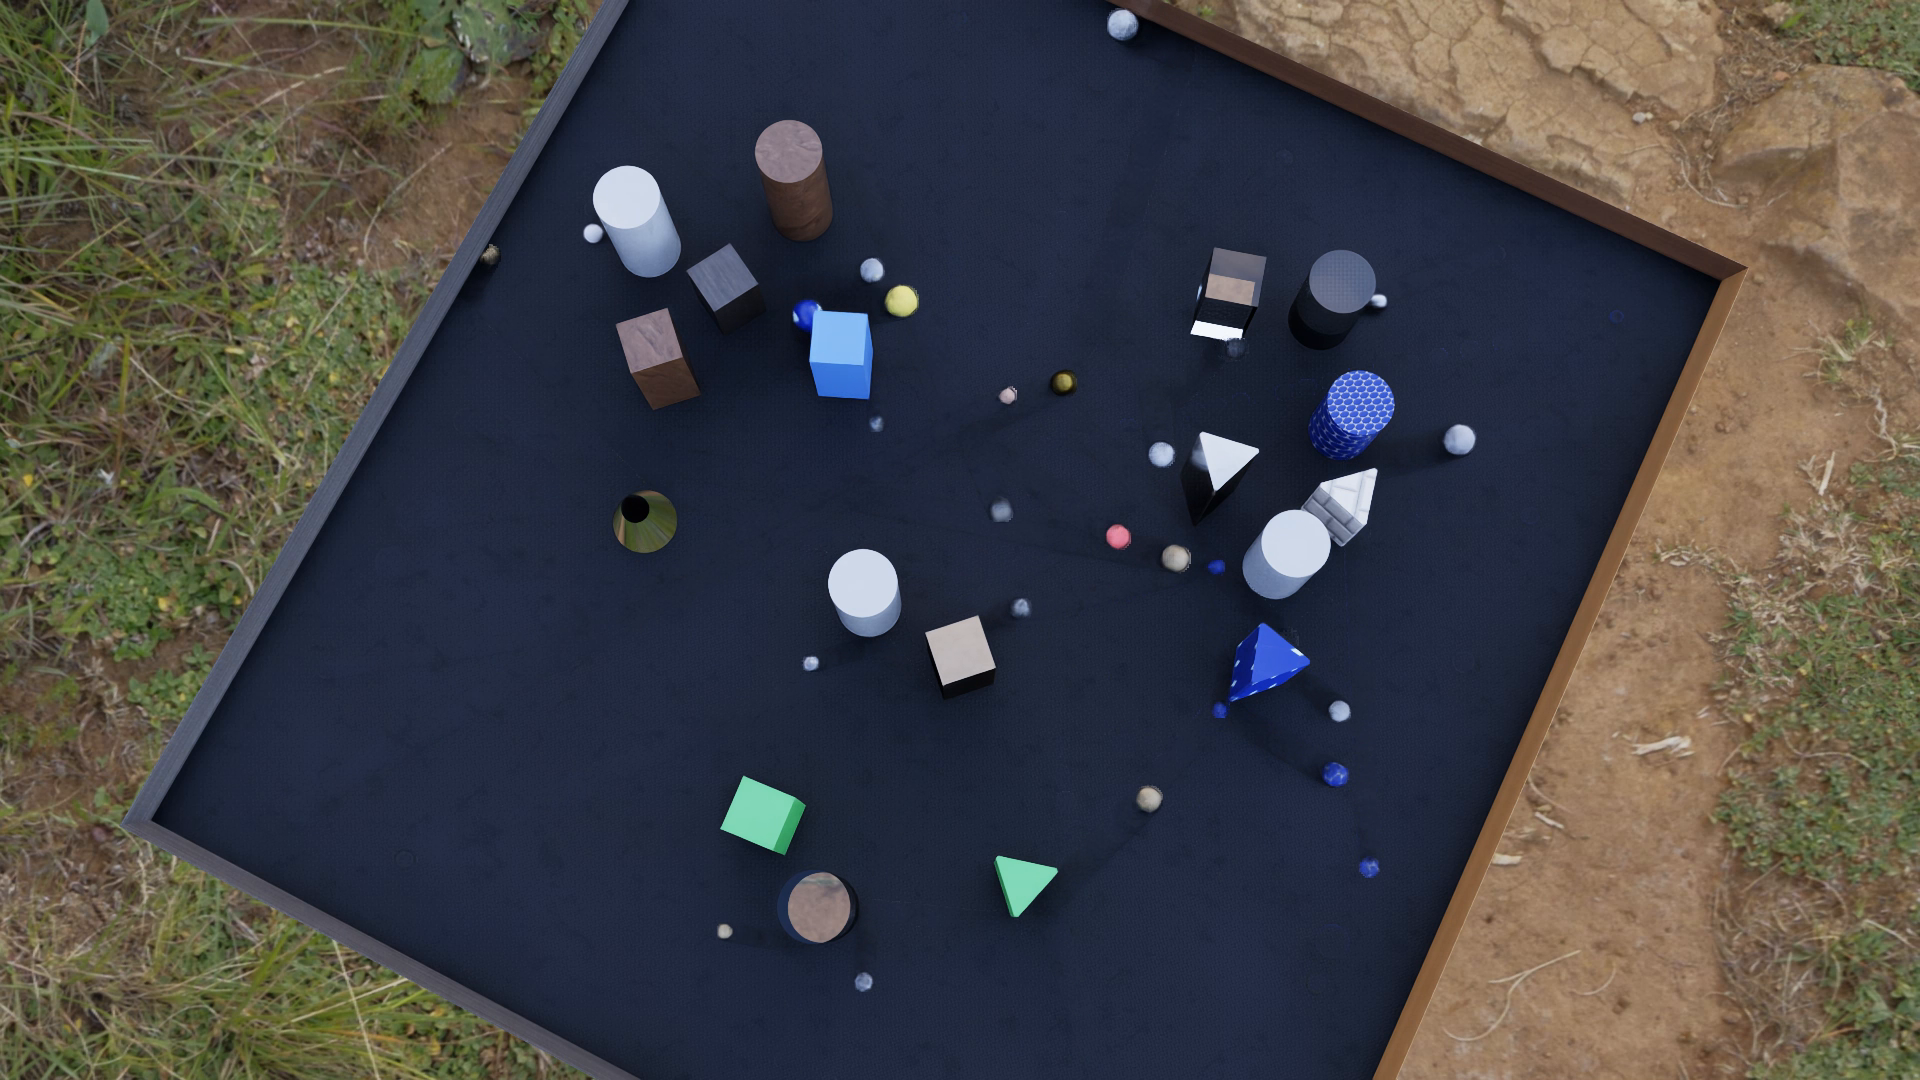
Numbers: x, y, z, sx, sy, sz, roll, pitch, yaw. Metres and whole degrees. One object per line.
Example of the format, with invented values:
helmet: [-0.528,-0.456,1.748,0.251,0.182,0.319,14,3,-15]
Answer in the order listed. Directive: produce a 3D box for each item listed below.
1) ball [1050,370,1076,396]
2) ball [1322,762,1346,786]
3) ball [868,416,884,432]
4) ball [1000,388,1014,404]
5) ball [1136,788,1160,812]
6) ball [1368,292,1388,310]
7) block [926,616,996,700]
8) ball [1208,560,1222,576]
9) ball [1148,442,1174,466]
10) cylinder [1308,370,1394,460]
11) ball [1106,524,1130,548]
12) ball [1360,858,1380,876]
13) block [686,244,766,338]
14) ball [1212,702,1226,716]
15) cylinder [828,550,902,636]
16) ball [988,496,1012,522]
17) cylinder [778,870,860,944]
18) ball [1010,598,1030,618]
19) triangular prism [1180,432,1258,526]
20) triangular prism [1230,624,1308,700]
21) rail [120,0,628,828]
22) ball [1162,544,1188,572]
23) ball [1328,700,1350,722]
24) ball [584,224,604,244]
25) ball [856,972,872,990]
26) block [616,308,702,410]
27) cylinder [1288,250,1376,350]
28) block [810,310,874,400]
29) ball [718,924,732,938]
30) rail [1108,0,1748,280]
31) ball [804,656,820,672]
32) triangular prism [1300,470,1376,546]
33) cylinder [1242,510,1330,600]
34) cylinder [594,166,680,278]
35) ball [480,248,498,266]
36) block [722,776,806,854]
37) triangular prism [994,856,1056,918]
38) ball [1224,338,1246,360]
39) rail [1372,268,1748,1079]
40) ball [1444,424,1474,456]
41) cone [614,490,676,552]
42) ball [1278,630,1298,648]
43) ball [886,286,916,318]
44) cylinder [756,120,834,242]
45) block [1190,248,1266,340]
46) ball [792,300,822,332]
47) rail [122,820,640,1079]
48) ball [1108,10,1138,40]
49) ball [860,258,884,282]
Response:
ball: [0.318,-0.484,5.677,0.079,0.079,0.079,0,78,0]
ball: [1.109,0.695,5.436,0.071,0.071,0.071,0,78,0]
ball: [-0.258,-0.361,5.666,0.050,0.050,0.050,0,78,0]
ball: [0.146,-0.446,5.685,0.047,0.047,0.047,0,78,0]
ball: [0.558,0.768,5.421,0.072,0.072,0.072,0,78,0]
ball: [1.309,-0.747,5.742,0.057,0.057,0.057,0,78,0]
block: [0.002,0.349,5.356,0.158,0.369,0.158,-18,79,-4]
ball: [0.775,0.084,5.576,0.046,0.046,0.046,0,78,0]
ball: [0.618,-0.264,5.632,0.077,0.077,0.077,0,78,0]
cylinder: [1.180,-0.373,5.540,0.197,0.301,0.197,0,78,0]
ball: [0.480,-0.011,5.582,0.072,0.072,0.072,0,78,0]
ball: [1.206,0.960,5.390,0.055,0.055,0.055,0,78,0]
block: [-0.717,-0.767,5.649,0.158,0.248,0.158,-34,80,-7]
ball: [0.778,0.507,5.490,0.043,0.043,0.043,0,78,0]
cylinder: [-0.276,0.160,5.395,0.197,0.369,0.197,0,78,0]
ball: [0.122,-0.095,5.598,0.075,0.075,0.075,0,78,0]
cylinder: [-0.394,1.035,5.165,0.197,0.465,0.197,0,78,0]
ball: [0.182,0.208,5.542,0.062,0.062,0.062,0,78,0]
triangular prism: [0.731,-0.201,5.411,0.171,0.483,0.148,-42,81,-8]
triangular prism: [0.867,0.344,5.318,0.171,0.445,0.148,-19,79,-4]
rail: [-1.589,-0.771,5.710,0.045,0.128,3.709,26,80,5]
ball: [0.652,0.056,5.563,0.082,0.082,0.082,0,78,0]
ball: [1.134,0.512,5.479,0.063,0.063,0.063,0,78,0]
ball: [-1.157,-0.968,5.786,0.060,0.060,0.060,0,78,0]
ball: [-0.279,1.282,5.325,0.051,0.051,0.051,0,78,0]
block: [-0.905,-0.541,5.528,0.158,0.393,0.158,-18,79,-4]
cylinder: [1.129,-0.727,5.585,0.197,0.357,0.197,0,78,0]
block: [-0.356,-0.557,5.549,0.158,0.358,0.158,4,78,1]
ball: [-0.687,1.145,5.358,0.043,0.043,0.043,0,78,0]
rail: [0.819,-1.597,5.881,3.599,0.128,0.045,26,80,5]
ball: [-0.447,0.371,5.516,0.047,0.047,0.047,0,78,0]
triangular prism: [1.160,-0.122,5.479,0.171,0.319,0.148,43,82,8]
cylinder: [0.962,0.047,5.422,0.197,0.363,0.197,0,78,0]
cylinder: [-0.983,-0.968,5.604,0.197,0.416,0.197,0,78,0]
ball: [-1.484,-0.893,5.772,0.058,0.058,0.058,0,78,0]
block: [-0.561,0.795,5.268,0.158,0.360,0.158,22,79,4]
triangular prism: [0.157,0.961,5.231,0.148,0.366,0.171,42,81,8]
ball: [0.857,-0.594,5.705,0.067,0.067,0.067,0,78,0]
rail: [1.589,0.785,5.388,0.045,0.128,3.709,26,80,5]
ball: [1.534,-0.308,5.633,0.093,0.093,0.093,0,78,0]
cone: [-0.967,-0.090,5.467,0.197,0.331,0.197,0,78,0]
ball: [0.986,0.303,5.523,0.060,0.060,0.060,0,78,0]
ball: [-0.184,-0.744,5.720,0.099,0.099,0.099,0,78,0]
cylinder: [-0.502,-1.091,5.601,0.197,0.474,0.197,0,78,0]
block: [0.817,-0.744,5.594,0.158,0.346,0.158,11,79,2]
ball: [-0.473,-0.696,5.711,0.097,0.097,0.097,0,78,0]
rail: [-0.819,1.610,5.217,3.599,0.128,0.045,26,80,5]
ball: [0.526,-1.661,5.911,0.097,0.097,0.097,0,78,0]
ball: [-0.278,-0.846,5.754,0.075,0.075,0.075,0,78,0]
